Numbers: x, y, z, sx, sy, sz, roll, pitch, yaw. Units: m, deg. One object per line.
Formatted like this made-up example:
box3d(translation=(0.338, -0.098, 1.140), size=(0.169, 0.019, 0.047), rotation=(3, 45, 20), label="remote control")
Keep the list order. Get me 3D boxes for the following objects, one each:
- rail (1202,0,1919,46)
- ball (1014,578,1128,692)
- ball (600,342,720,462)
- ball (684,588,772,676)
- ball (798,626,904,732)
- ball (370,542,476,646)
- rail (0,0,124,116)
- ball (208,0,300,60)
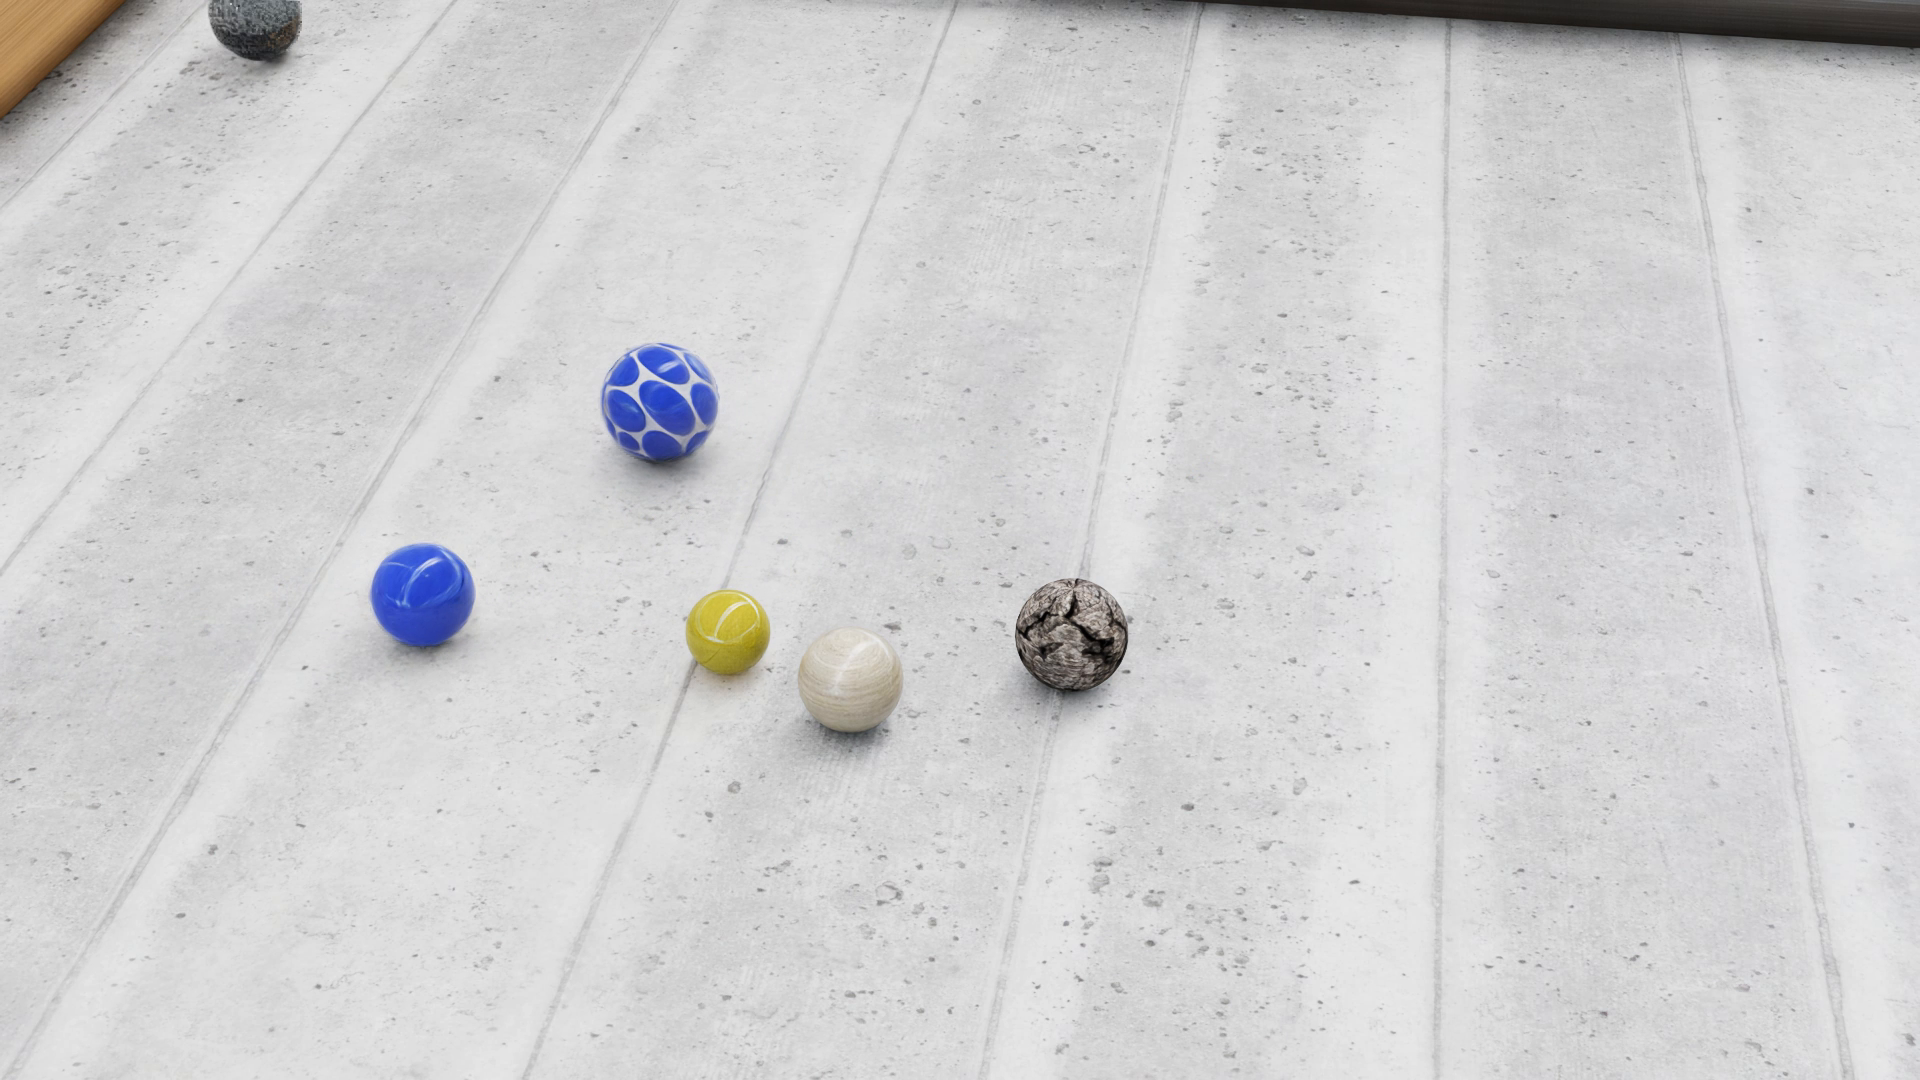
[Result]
box3d(translation=(1.147, -0.500, 2.442), size=(4.001, 0.115, 0.045), rotation=(5, 35, 7), label="rail")
box3d(translation=(0.073, 0.062, 1.680), size=(0.075, 0.075, 0.075), rotation=(0, 35, 0), label="ball")
box3d(translation=(-0.222, -0.102, 1.902), size=(0.088, 0.088, 0.088), rotation=(0, 35, 0), label="ball")
box3d(translation=(-0.153, 0.061, 1.697), size=(0.057, 0.057, 0.057), rotation=(0, 35, 0), label="ball")
box3d(translation=(-0.070, 0.090, 1.647), size=(0.068, 0.068, 0.068), rotation=(0, 35, 0), label="ball")
box3d(translation=(-0.360, 0.036, 1.721), size=(0.070, 0.070, 0.070), rotation=(0, 35, 0), label="ball")
box3d(translation=(-0.964, -0.106, 1.882), size=(0.045, 0.115, 2.064), rotation=(5, 35, 7), label="rail")
box3d(translation=(-0.682, -0.508, 2.479), size=(0.086, 0.086, 0.086), rotation=(0, 35, 0), label="ball")
